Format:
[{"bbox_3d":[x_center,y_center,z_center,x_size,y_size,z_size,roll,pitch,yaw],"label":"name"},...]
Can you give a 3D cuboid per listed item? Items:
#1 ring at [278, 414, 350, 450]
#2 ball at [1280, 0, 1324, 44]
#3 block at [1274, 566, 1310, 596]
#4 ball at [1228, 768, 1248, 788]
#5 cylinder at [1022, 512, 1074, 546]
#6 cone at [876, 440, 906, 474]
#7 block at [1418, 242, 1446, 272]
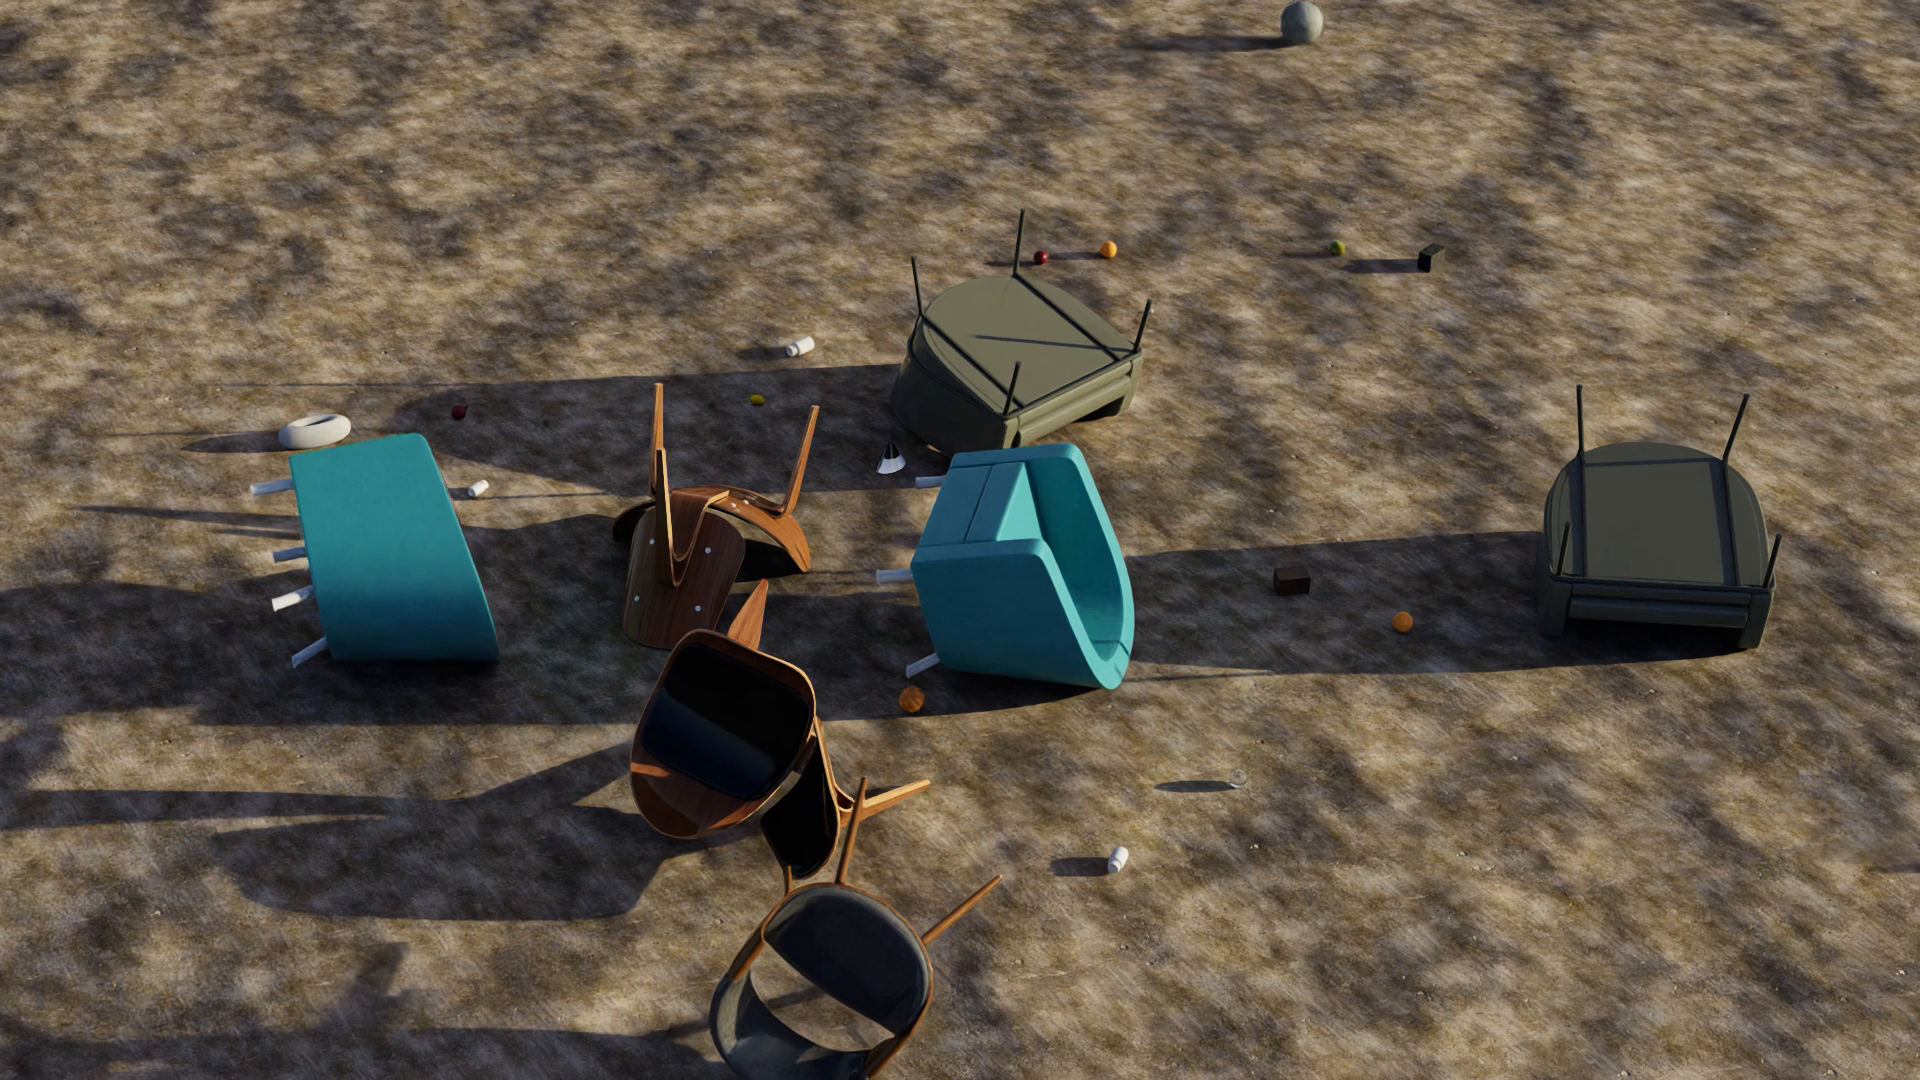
[{"bbox_3d":[-2.533,-0.425,11.502,0.288,0.098,0.110,-13,33,-20],"label":"ring"},{"bbox_3d":[1.711,-2.591,14.683,0.213,0.213,0.213,0,33,0],"label":"ball"},{"bbox_3d":[1.205,0.149,10.656,0.114,0.070,0.080,-6,34,-9],"label":"block"},{"bbox_3d":[0.918,0.788,9.691,0.064,0.064,0.064,0,33,0],"label":"ball"},{"bbox_3d":[0.327,-0.039,10.896,0.172,0.113,0.134,6,5,9],"label":"cylinder"},{"bbox_3d":[-0.271,-0.341,11.351,0.096,0.122,0.140,27,42,34],"label":"cone"},{"bbox_3d":[2.047,-1.226,12.733,0.064,0.079,0.115,24,40,32],"label":"block"}]
